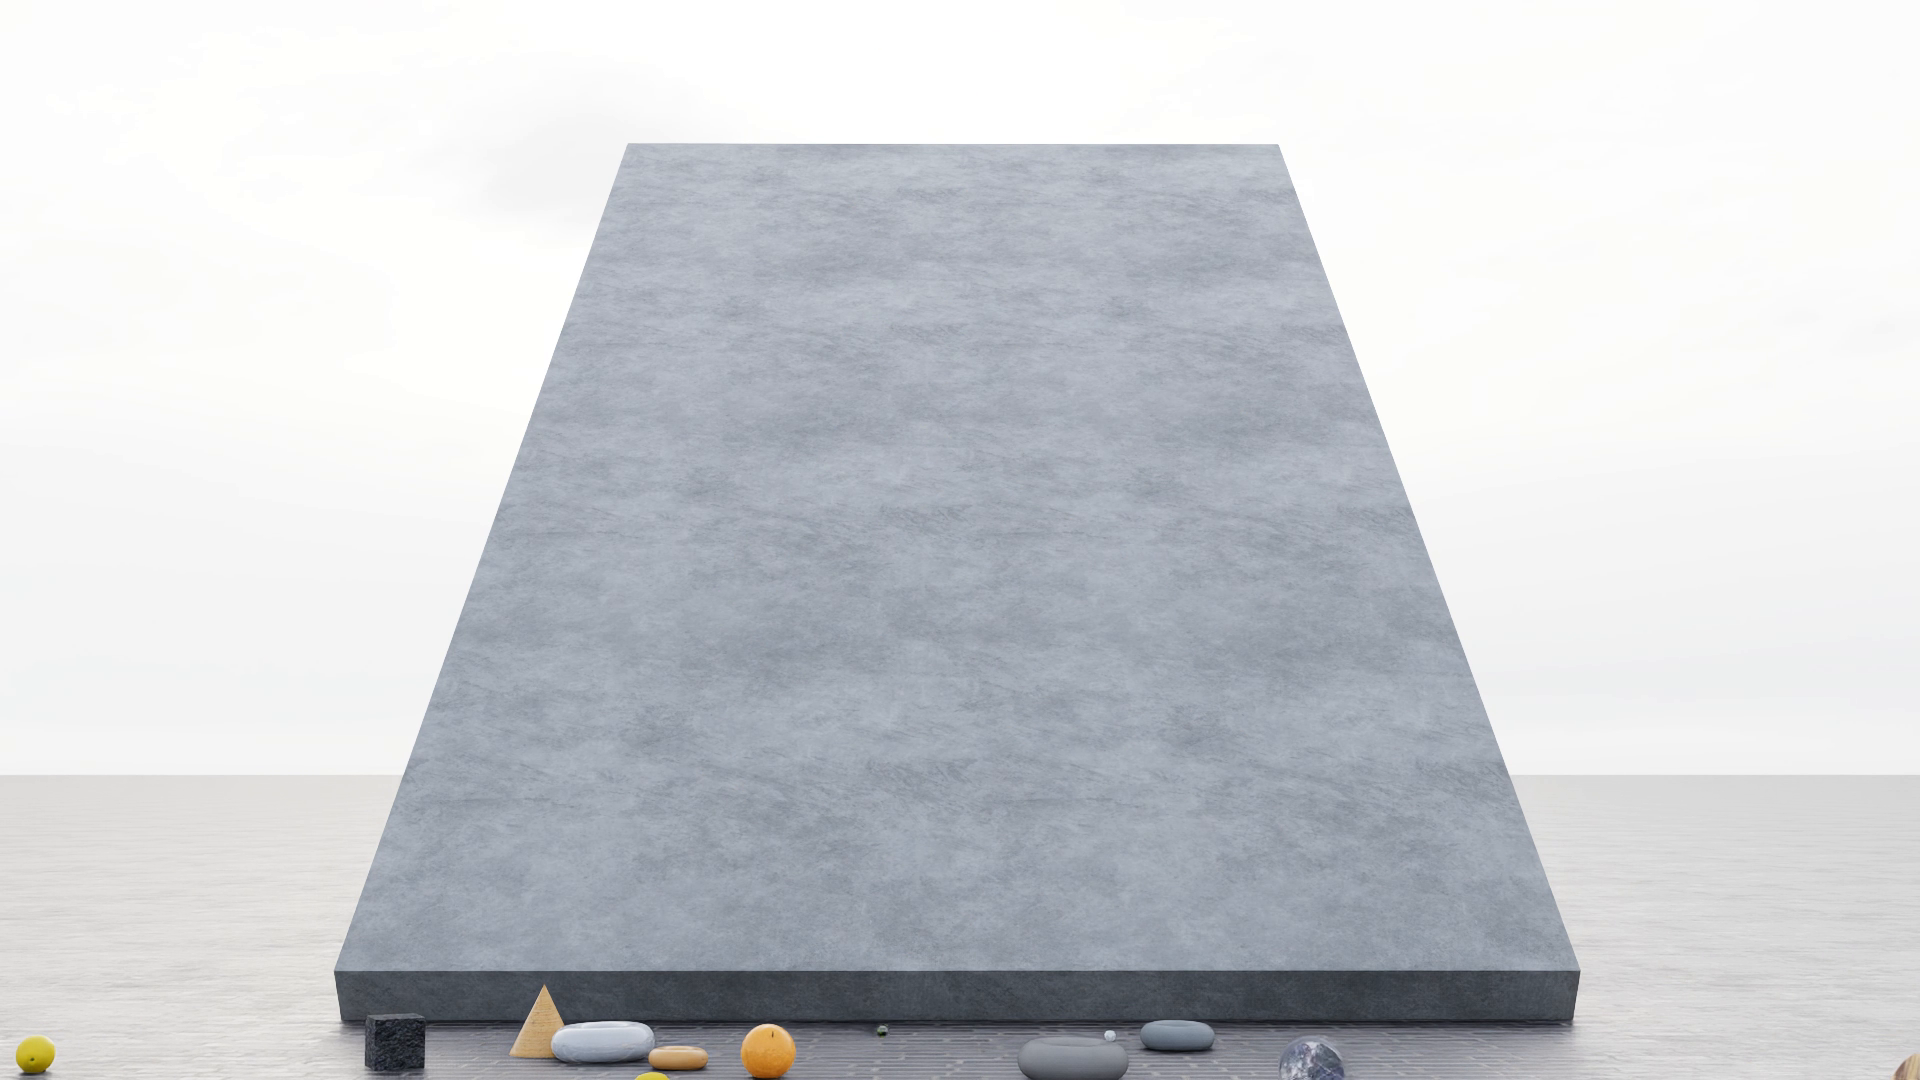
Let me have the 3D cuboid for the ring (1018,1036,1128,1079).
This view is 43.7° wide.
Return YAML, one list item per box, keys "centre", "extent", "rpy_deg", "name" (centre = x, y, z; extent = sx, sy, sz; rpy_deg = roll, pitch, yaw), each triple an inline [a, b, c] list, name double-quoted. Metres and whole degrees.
- centre: [0.148, 0.684, 3.144]
  extent: [0.146, 0.049, 0.146]
  rpy_deg: [1, -5, 0]
  name: "ring"

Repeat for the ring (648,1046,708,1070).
- centre: [-0.383, 0.705, 3.258]
  extent: [0.081, 0.027, 0.081]
  rpy_deg: [1, -6, 0]
  name: "ring"

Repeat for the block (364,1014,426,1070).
- centre: [-0.773, 0.686, 3.275]
  extent: [0.068, 0.068, 0.068]
  rpy_deg: [3, -6, -25]
  name: "block"

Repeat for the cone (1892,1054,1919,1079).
- centre: [1.119, 0.649, 2.736]
  extent: [0.090, 0.090, 0.090]
  rpy_deg: [26, -4, 3]
  name: "cone"

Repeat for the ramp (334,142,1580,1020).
- centre: [-0.012, -0.220, 5.619]
  extent: [2.000, 0.100, 4.000]
  rpy_deg: [0, 29, 0]
  name: "ramp"

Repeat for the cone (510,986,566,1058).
- centre: [-0.596, 0.686, 3.427]
  extent: [0.098, 0.098, 0.098]
  rpy_deg: [0, -5, 0]
  name: "cone"

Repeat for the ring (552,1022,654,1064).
- centre: [-0.500, 0.704, 3.356]
  extent: [0.145, 0.048, 0.145]
  rpy_deg: [-1, -6, 0]
  name: "ring"

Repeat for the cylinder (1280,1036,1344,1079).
- centre: [0.429, 0.648, 2.919]
  extent: [0.077, 0.077, 0.077]
  rpy_deg: [-1, -5, 7]
  name: "cylinder"

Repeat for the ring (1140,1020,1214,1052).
- centre: [0.317, 0.723, 3.486]
  extent: [0.109, 0.036, 0.109]
  rpy_deg: [1, -4, 0]
  name: "ring"
